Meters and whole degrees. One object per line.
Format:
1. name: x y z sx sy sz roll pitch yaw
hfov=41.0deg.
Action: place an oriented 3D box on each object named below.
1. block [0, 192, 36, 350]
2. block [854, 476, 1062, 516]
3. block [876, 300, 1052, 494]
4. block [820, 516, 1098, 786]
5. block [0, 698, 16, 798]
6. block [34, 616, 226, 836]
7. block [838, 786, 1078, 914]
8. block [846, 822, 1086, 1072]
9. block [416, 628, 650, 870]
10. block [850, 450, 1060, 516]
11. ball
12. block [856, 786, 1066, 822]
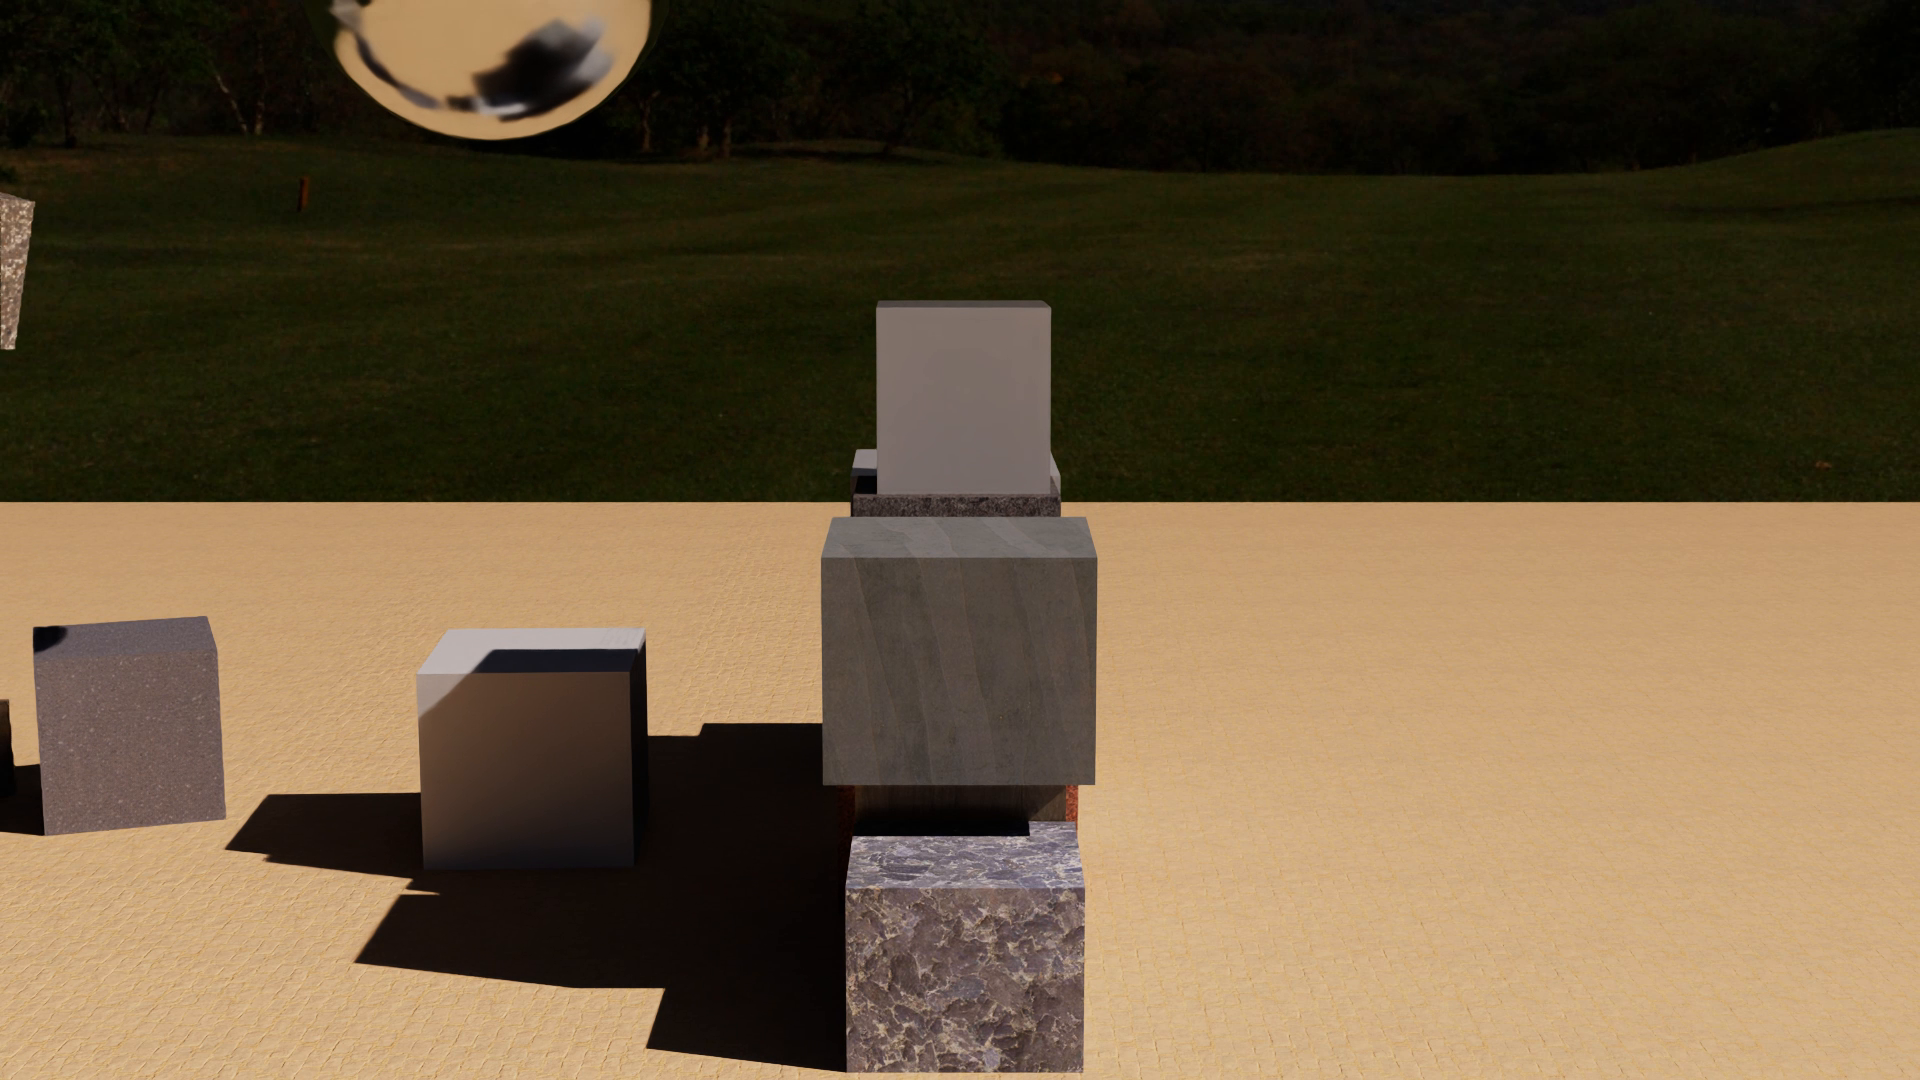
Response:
1. block: -4.354 -1.182 10.567 0.757 0.618 0.652 18 11 36
2. block: -0.016 0.230 10.712 0.831 0.915 0.802 0 8 -1
3. block: 0.009 -0.603 10.653 0.700 0.752 0.680 0 8 -1
4. block: -0.003 0.408 9.865 1.010 0.859 0.875 0 10 0
5. block: -5.044 1.040 12.508 0.597 0.478 0.524 4 11 23
6. block: -4.016 0.880 12.391 0.817 0.836 0.788 -4 11 -19
7. block: -0.010 1.066 11.251 1.011 0.878 0.943 0 10 0
8. block: 0.018 1.487 9.474 0.843 0.684 0.818 0 10 0
9. block: -1.948 0.946 11.849 0.935 0.900 0.924 0 10 -2
10. block: -0.026 0.097 11.601 0.905 0.905 0.978 0 9 -1
11. ball: -1.980 -2.475 10.730 1.600 1.600 1.600 0 10 0
12. block: 0.002 1.222 10.320 0.807 0.904 0.920 0 10 0
